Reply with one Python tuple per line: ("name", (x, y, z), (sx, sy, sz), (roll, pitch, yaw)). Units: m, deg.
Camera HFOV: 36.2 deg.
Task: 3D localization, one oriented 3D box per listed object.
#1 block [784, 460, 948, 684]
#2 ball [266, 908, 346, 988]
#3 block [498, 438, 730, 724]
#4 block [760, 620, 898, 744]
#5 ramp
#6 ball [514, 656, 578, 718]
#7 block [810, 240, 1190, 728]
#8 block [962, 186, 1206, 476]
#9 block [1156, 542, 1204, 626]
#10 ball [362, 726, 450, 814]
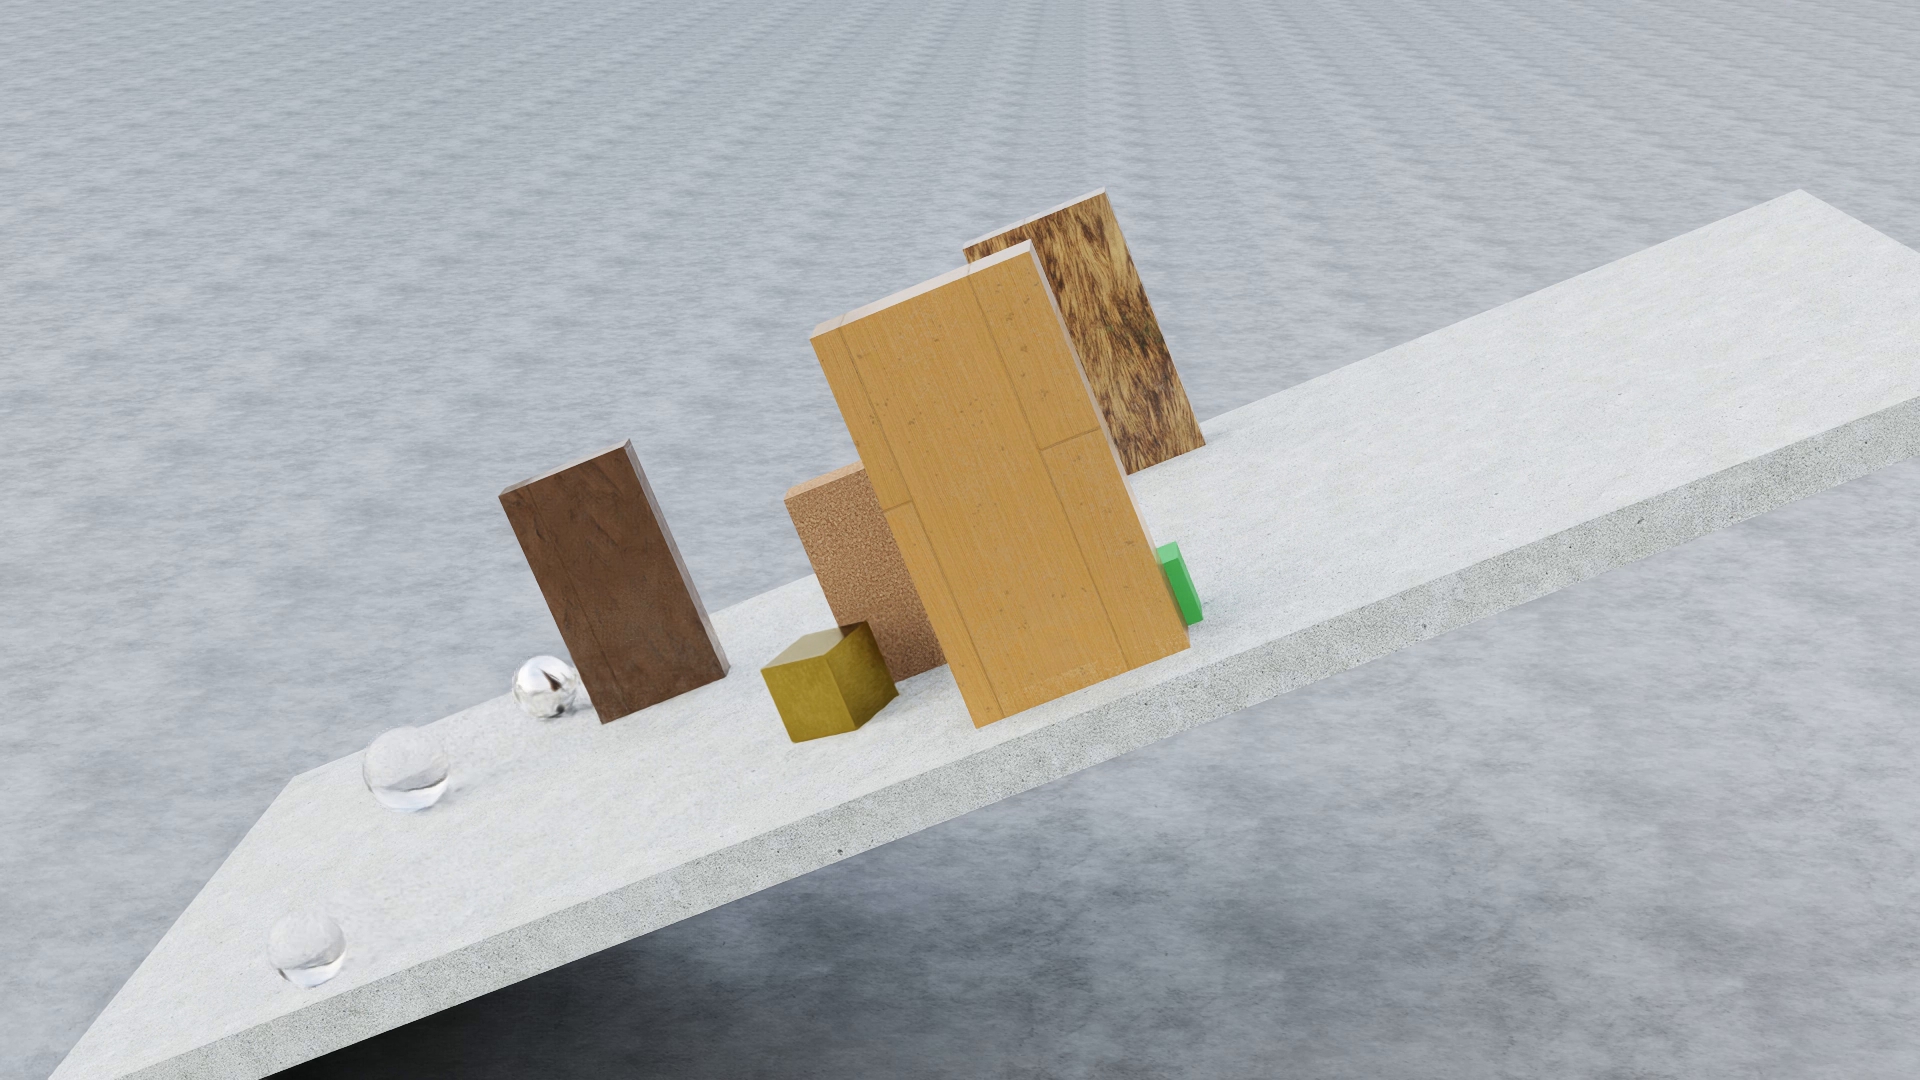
("block", (-0.080, 0.031, 5.990), (0.410, 0.438, 0.107), (-21, 12, 7))
("ball", (-1.240, 0.775, 5.581), (0.149, 0.149, 0.149), (0, 14, 0))
("block", (-0.778, 0.096, 6.649), (0.308, 0.575, 0.087), (-21, 12, 7))
("block", (-0.260, 0.284, 5.874), (0.167, 0.167, 0.167), (-14, 15, 35))
("ramp", (0.125, 0.173, 6.289), (4.000, 0.100, 2.000), (-21, 12, 7))
("ball", (-0.980, 0.347, 6.950), (0.150, 0.150, 0.150), (0, 14, 0))
("block", (0.080, -0.100, 5.418), (0.426, 0.791, 0.147), (-21, 12, 7))
("block", (0.295, -0.463, 6.938), (0.356, 0.644, 0.106), (-21, 12, 7))
("block", (0.376, 0.100, 5.599), (0.131, 0.131, 0.131), (-21, 12, 7))
("ball", (-1.241, 0.515, 6.594), (0.194, 0.194, 0.194), (0, 14, 0))
